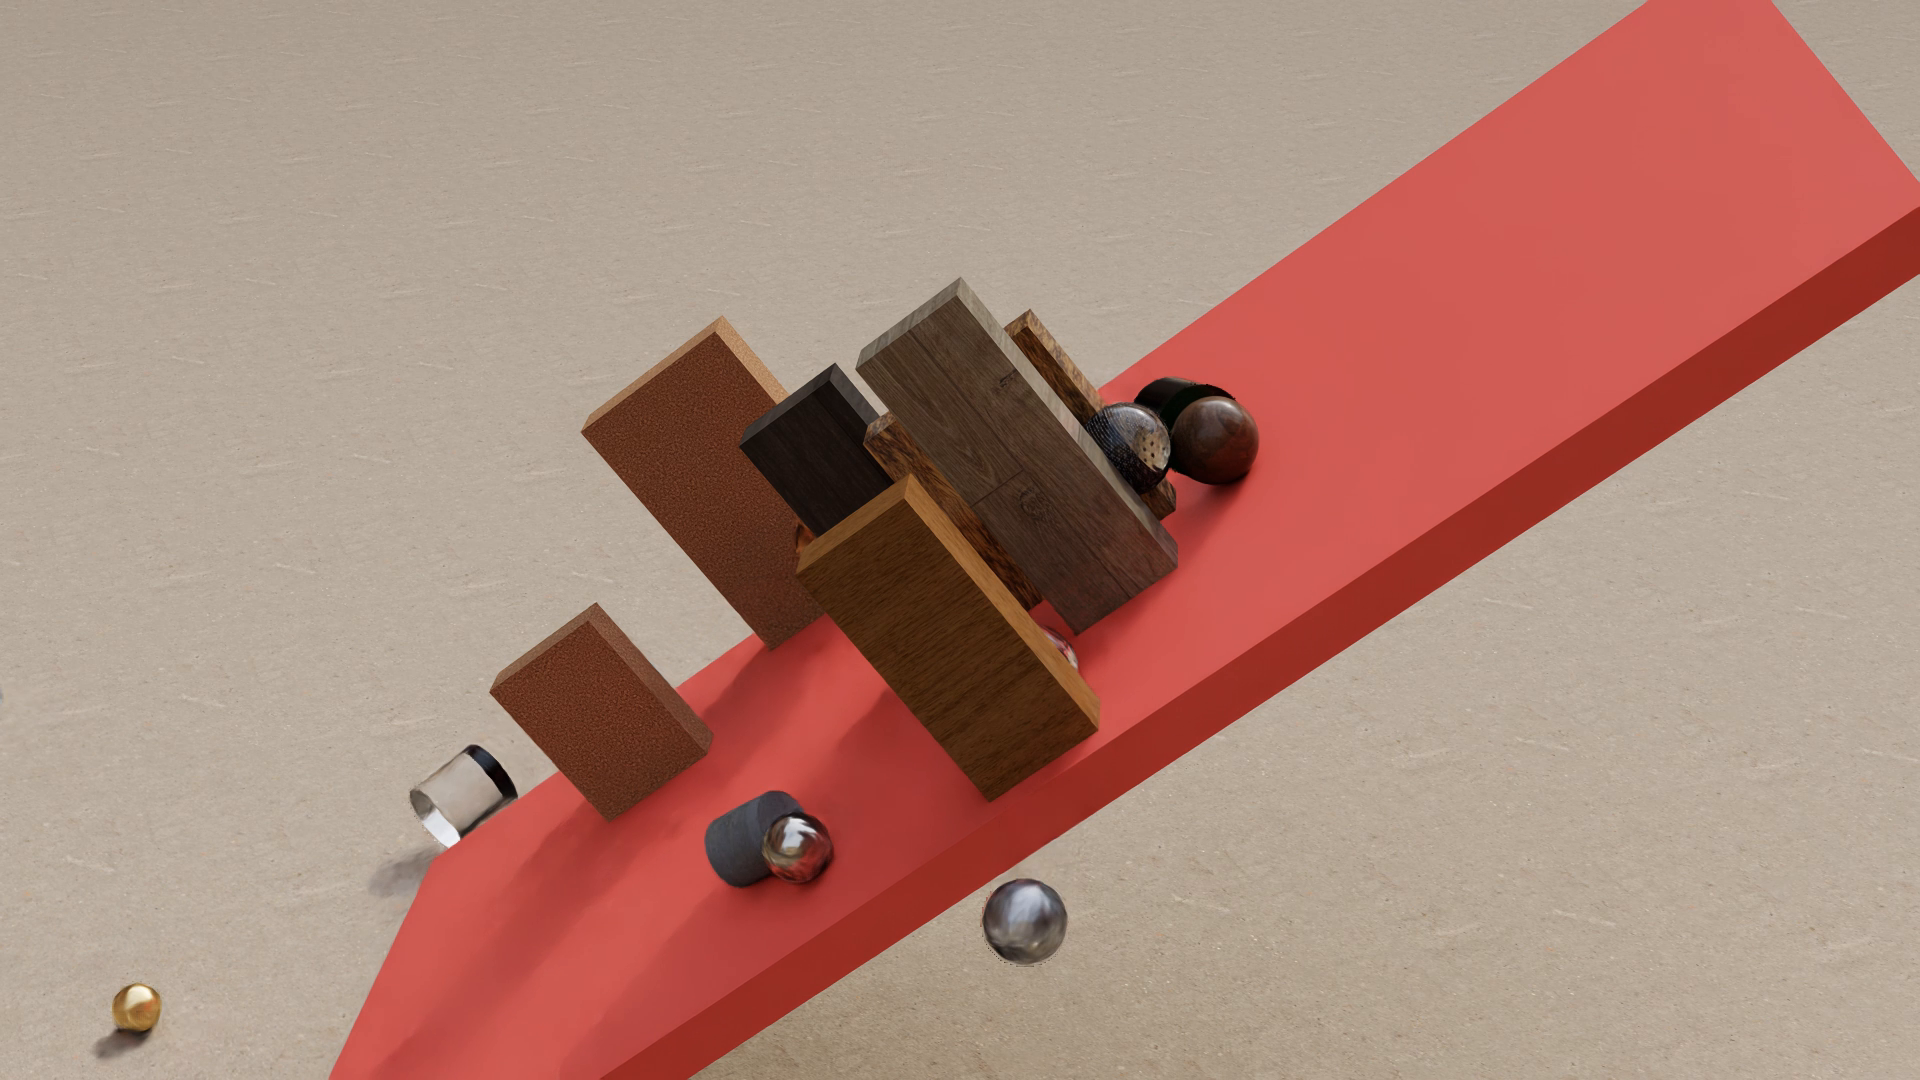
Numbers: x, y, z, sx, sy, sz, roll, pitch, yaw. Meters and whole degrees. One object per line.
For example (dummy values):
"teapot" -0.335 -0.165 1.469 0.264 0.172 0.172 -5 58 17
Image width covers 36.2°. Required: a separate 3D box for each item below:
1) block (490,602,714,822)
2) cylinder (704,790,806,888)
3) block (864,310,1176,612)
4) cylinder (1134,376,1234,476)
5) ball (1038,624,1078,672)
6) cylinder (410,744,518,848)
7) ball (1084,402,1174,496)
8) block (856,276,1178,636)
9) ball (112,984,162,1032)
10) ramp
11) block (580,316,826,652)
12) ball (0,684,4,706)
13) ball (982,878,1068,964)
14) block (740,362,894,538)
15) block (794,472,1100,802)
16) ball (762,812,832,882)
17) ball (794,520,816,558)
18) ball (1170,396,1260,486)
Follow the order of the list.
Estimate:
"block" -0.845 0.410 6.949 0.312 0.431 0.104 -35 16 17
"cylinder" -0.406 0.602 5.925 0.153 0.153 0.153 -29 6 33
"block" 0.127 -0.151 6.122 0.430 0.502 0.110 -35 16 17
"cylinder" 0.472 -0.237 6.139 0.193 0.193 0.193 -6 9 -14
"ball" 0.136 0.249 5.596 0.181 0.181 0.181 0 23 0
"cylinder" -1.355 0.702 8.032 0.207 0.207 0.207 21 50 41
"ball" 0.333 -0.182 5.930 0.193 0.193 0.193 0 23 0
"block" 0.117 -0.160 5.789 0.251 0.705 0.115 -35 16 17
"ball" -2.010 1.143 7.185 0.118 0.118 0.118 0 23 0
"ramp" 0.125 0.182 6.330 4.000 0.100 2.000 -35 16 17
"block" -0.517 -0.132 7.146 0.427 0.721 0.119 -35 16 17
"ball" -2.924 0.463 8.709 0.172 0.172 0.172 0 23 0
"ball" 0.117 0.685 5.283 0.153 0.153 0.153 0 23 0
"block" -0.172 -0.055 6.309 0.249 0.628 0.111 -35 16 17
"block" -0.018 0.182 5.402 0.254 0.573 0.124 -35 16 17
"ball" -0.319 0.601 5.754 0.137 0.137 0.137 0 23 0
"ball" -0.301 0.000 6.939 0.177 0.177 0.177 0 23 0
"ball" 0.516 -0.202 5.960 0.181 0.181 0.181 0 23 0
